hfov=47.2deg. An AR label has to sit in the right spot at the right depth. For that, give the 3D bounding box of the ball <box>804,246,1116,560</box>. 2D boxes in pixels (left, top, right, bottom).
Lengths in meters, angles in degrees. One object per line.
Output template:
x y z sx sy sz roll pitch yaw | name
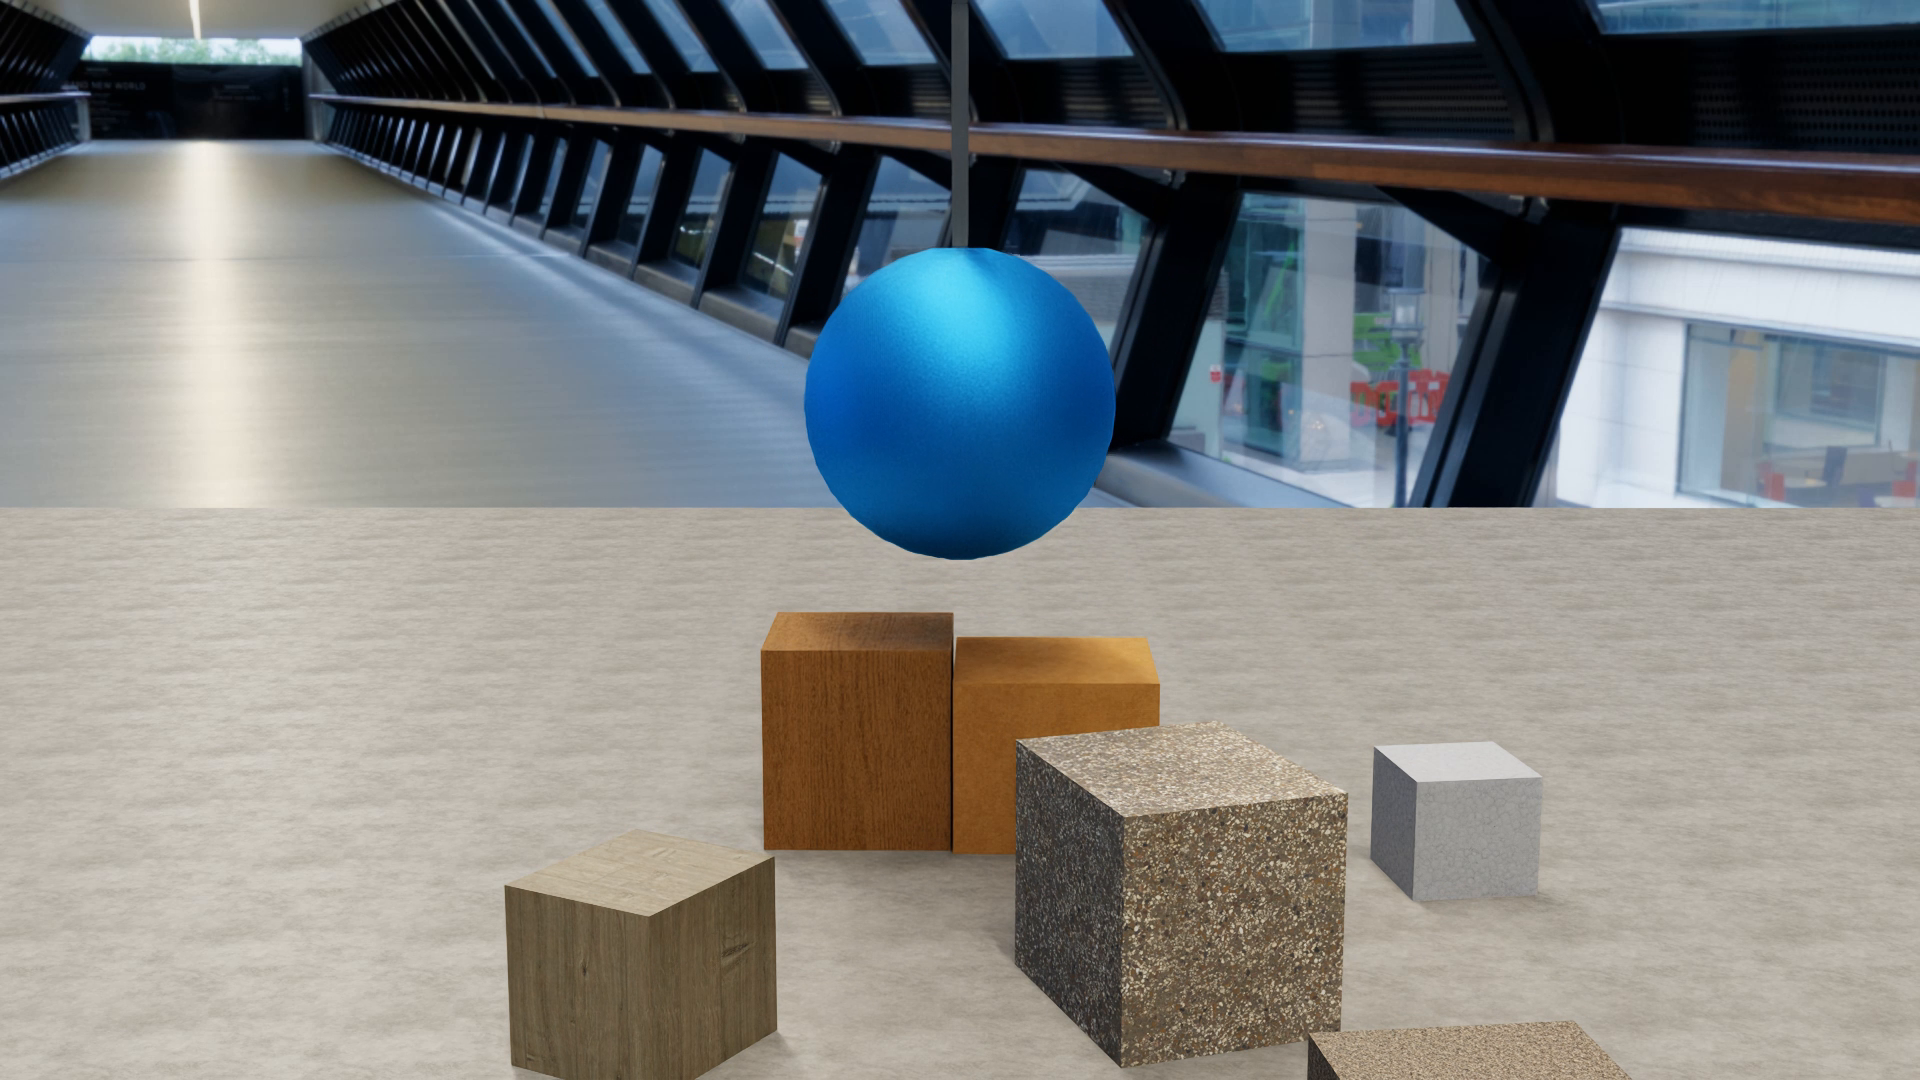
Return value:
0.000 -0.699 11.259 1.600 1.600 1.600 0 10 0 | ball

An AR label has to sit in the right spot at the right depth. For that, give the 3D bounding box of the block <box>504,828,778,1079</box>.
-1.228 1.632 8.561 0.688 0.725 0.797 6 12 30 | block

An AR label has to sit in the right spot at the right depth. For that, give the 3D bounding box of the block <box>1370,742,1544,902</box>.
2.376 1.342 10.575 0.610 0.577 0.623 -1 10 -8 | block

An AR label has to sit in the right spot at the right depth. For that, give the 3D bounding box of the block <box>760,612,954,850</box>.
-0.508 0.970 11.365 0.938 1.026 0.896 0 10 1 | block

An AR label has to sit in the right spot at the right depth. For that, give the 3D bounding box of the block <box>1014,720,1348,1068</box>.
0.874 1.408 9.025 0.948 1.001 1.148 -4 11 -19 | block

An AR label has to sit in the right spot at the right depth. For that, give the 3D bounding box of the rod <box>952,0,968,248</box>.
0.000 -4.022 10.538 0.080 5.200 0.080 0 12 0 | rod

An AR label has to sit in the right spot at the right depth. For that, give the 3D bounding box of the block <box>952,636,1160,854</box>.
0.482 1.044 11.373 1.017 0.877 1.019 0 10 1 | block

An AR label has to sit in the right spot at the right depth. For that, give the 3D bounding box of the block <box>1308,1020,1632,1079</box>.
1.496 1.975 6.222 0.820 0.888 0.906 -1 10 -7 | block
